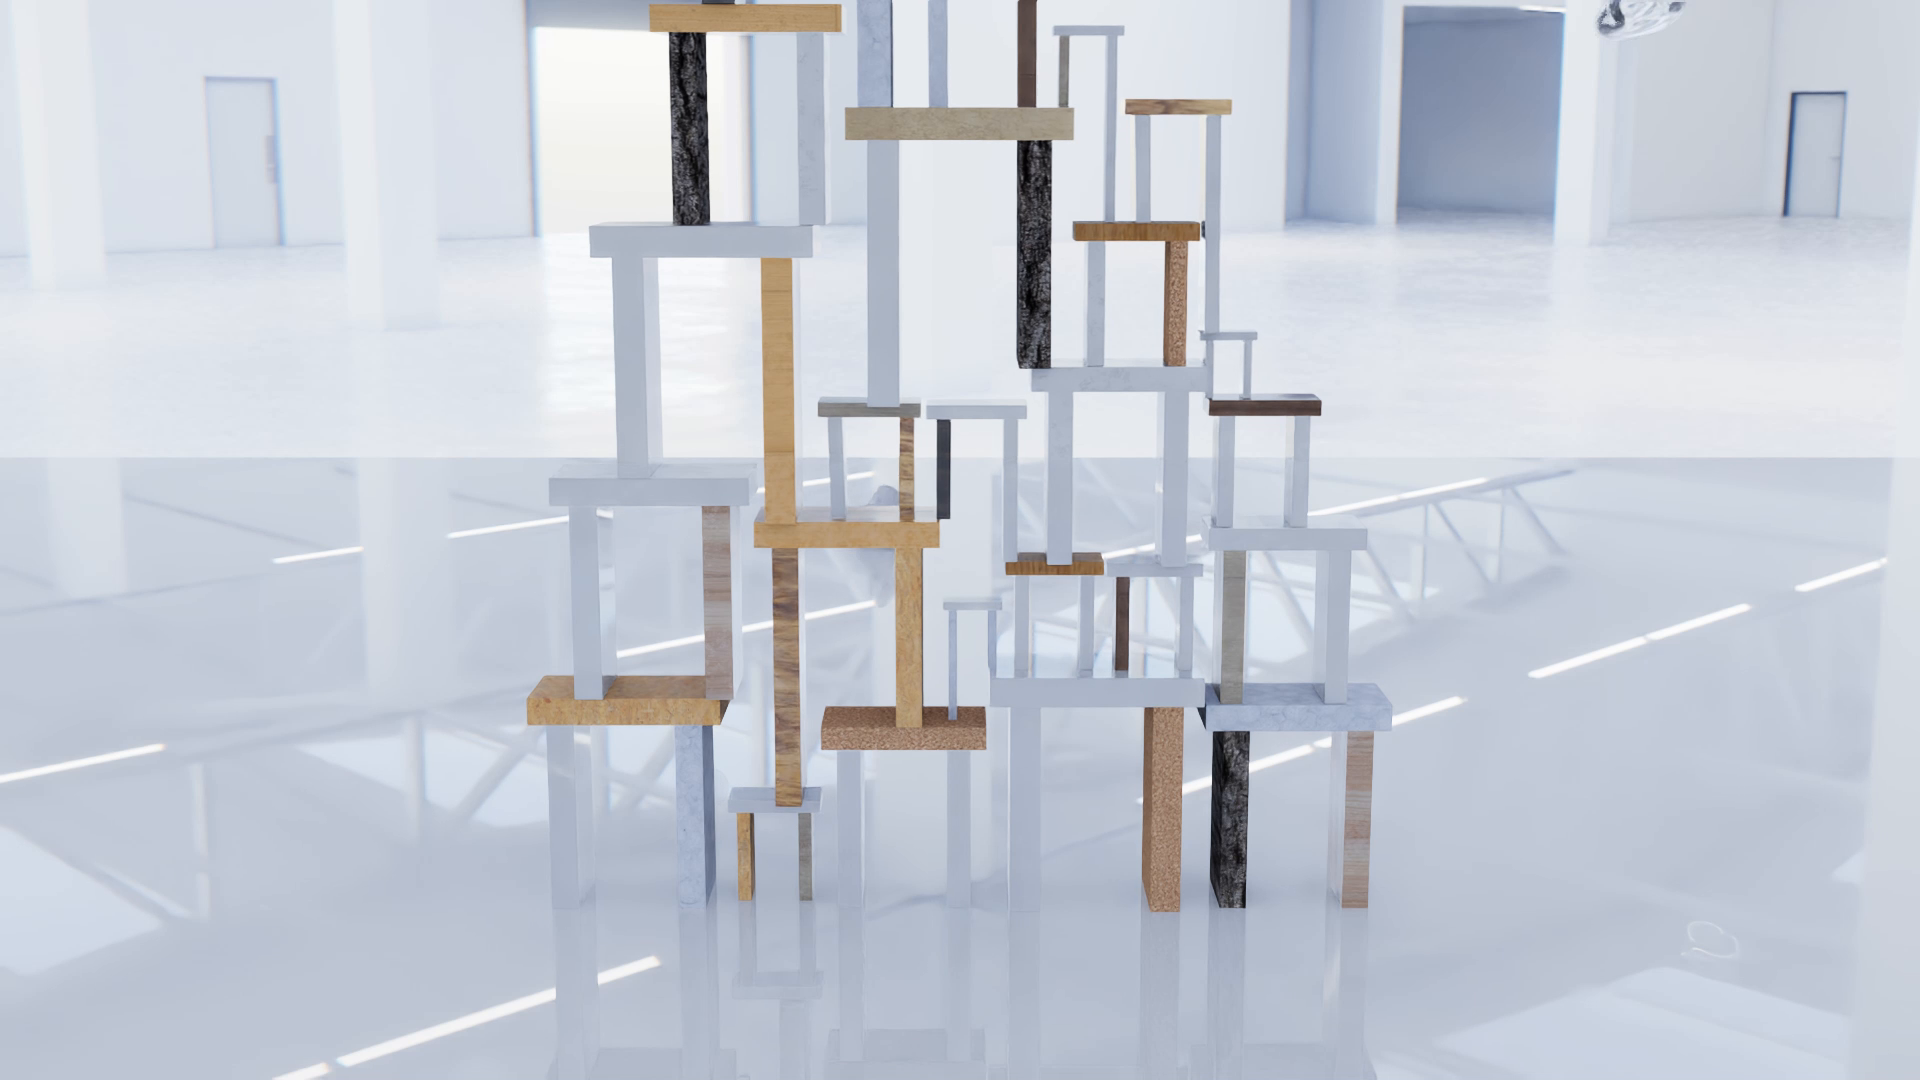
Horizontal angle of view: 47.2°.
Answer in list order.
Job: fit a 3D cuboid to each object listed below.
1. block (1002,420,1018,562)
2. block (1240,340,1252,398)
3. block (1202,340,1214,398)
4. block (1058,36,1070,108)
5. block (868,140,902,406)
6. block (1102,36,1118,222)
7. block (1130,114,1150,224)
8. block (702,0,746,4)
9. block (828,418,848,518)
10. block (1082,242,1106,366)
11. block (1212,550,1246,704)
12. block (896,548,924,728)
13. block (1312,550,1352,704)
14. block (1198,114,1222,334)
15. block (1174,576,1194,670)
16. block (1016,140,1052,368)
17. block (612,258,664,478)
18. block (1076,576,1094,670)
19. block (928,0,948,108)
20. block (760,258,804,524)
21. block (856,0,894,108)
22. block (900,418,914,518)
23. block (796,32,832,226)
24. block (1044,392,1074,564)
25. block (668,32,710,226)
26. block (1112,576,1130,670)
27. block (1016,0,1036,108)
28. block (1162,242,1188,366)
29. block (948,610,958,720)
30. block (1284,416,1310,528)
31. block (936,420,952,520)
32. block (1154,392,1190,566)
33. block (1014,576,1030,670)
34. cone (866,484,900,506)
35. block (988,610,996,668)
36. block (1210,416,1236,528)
[{"bbox_3d":[0.080,-0.085,3.538,0.023,0.230,0.080,0,11,-1],"label":"block"},{"bbox_3d":[0.456,-0.274,3.506,0.013,0.092,0.046,0,11,0],"label":"block"},{"bbox_3d":[0.396,-0.274,3.506,0.013,0.092,0.046,0,10,0],"label":"block"},{"bbox_3d":[0.161,-0.728,3.423,0.015,0.109,0.054,1,11,0],"label":"block"},{"bbox_3d":[-0.118,-0.425,3.477,0.049,0.409,0.175,0,11,0],"label":"block"},{"bbox_3d":[0.235,-0.641,3.439,0.015,0.286,0.054,0,11,0],"label":"block"},{"bbox_3d":[0.283,-0.581,3.444,0.023,0.166,0.083,-1,11,-1],"label":"block"},{"bbox_3d":[-0.366,-0.999,3.374,0.050,0.352,0.176,0,11,0],"label":"block"},{"bbox_3d":[-0.196,-0.122,3.537,0.023,0.163,0.081,-1,11,0],"label":"block"},{"bbox_3d":[0.213,-0.378,3.486,0.028,0.194,0.097,0,11,-1],"label":"block"},{"bbox_3d":[0.438,0.129,3.586,0.036,0.252,0.126,0,11,0],"label":"block"},{"bbox_3d":[-0.082,0.144,3.591,0.042,0.295,0.148,0,10,0],"label":"block"},{"bbox_3d":[0.606,0.129,3.586,0.036,0.252,0.126,0,11,0],"label":"block"},{"bbox_3d":[0.393,-0.498,3.465,0.023,0.337,0.083,-1,10,-1],"label":"block"},{"bbox_3d":[0.365,0.128,3.582,0.022,0.155,0.077,0,11,0],"label":"block"},{"bbox_3d":[0.116,-0.454,3.471,0.049,0.349,0.175,0,11,0],"label":"block"},{"bbox_3d":[-0.514,-0.282,3.510,0.049,0.345,0.172,0,11,0],"label":"block"},{"bbox_3d":[0.205,0.127,3.583,0.022,0.158,0.079,0,11,0],"label":"block"},{"bbox_3d":[-0.034,-0.777,3.419,0.029,0.206,0.103,0,11,0],"label":"block"},{"bbox_3d":[-0.283,-0.247,3.515,0.049,0.417,0.172,0,11,0],"label":"block"},{"bbox_3d":[-0.131,-0.924,3.388,0.050,0.506,0.176,0,11,0],"label":"block"},{"bbox_3d":[-0.085,-0.121,3.537,0.023,0.163,0.081,0,11,-1],"label":"block"},{"bbox_3d":[-0.228,-0.642,3.439,0.041,0.292,0.146,0,11,0],"label":"block"},{"bbox_3d":[0.158,-0.109,3.542,0.039,0.276,0.138,0,11,0],"label":"block"},{"bbox_3d":[-0.422,-0.642,3.440,0.041,0.292,0.146,0,11,0],"label":"block"},{"bbox_3d":[0.262,0.128,3.582,0.022,0.155,0.077,0,11,0],"label":"block"},{"bbox_3d":[0.103,-0.777,3.419,0.029,0.206,0.103,0,11,0],"label":"block"},{"bbox_3d":[0.342,-0.378,3.486,0.028,0.194,0.097,0,11,0],"label":"block"},{"bbox_3d":[-0.012,0.200,3.597,0.014,0.184,0.048,0,11,0],"label":"block"},{"bbox_3d":[0.541,-0.116,3.535,0.025,0.178,0.089,0,11,0],"label":"block"},{"bbox_3d":[-0.026,-0.119,3.533,0.023,0.160,0.080,0,11,0],"label":"block"},{"bbox_3d":[0.341,-0.108,3.543,0.039,0.279,0.138,0,11,0],"label":"block"},{"bbox_3d":[0.100,0.127,3.583,0.022,0.157,0.079,0,11,0],"label":"block"},{"bbox_3d":[-0.281,-0.030,6.742,0.214,0.214,0.214,-25,0,25],"label":"cone"},{"bbox_3d":[0.052,0.157,3.589,0.014,0.096,0.048,0,11,0],"label":"block"},{"bbox_3d":[0.423,-0.116,3.534,0.025,0.178,0.089,0,11,0],"label":"block"}]
